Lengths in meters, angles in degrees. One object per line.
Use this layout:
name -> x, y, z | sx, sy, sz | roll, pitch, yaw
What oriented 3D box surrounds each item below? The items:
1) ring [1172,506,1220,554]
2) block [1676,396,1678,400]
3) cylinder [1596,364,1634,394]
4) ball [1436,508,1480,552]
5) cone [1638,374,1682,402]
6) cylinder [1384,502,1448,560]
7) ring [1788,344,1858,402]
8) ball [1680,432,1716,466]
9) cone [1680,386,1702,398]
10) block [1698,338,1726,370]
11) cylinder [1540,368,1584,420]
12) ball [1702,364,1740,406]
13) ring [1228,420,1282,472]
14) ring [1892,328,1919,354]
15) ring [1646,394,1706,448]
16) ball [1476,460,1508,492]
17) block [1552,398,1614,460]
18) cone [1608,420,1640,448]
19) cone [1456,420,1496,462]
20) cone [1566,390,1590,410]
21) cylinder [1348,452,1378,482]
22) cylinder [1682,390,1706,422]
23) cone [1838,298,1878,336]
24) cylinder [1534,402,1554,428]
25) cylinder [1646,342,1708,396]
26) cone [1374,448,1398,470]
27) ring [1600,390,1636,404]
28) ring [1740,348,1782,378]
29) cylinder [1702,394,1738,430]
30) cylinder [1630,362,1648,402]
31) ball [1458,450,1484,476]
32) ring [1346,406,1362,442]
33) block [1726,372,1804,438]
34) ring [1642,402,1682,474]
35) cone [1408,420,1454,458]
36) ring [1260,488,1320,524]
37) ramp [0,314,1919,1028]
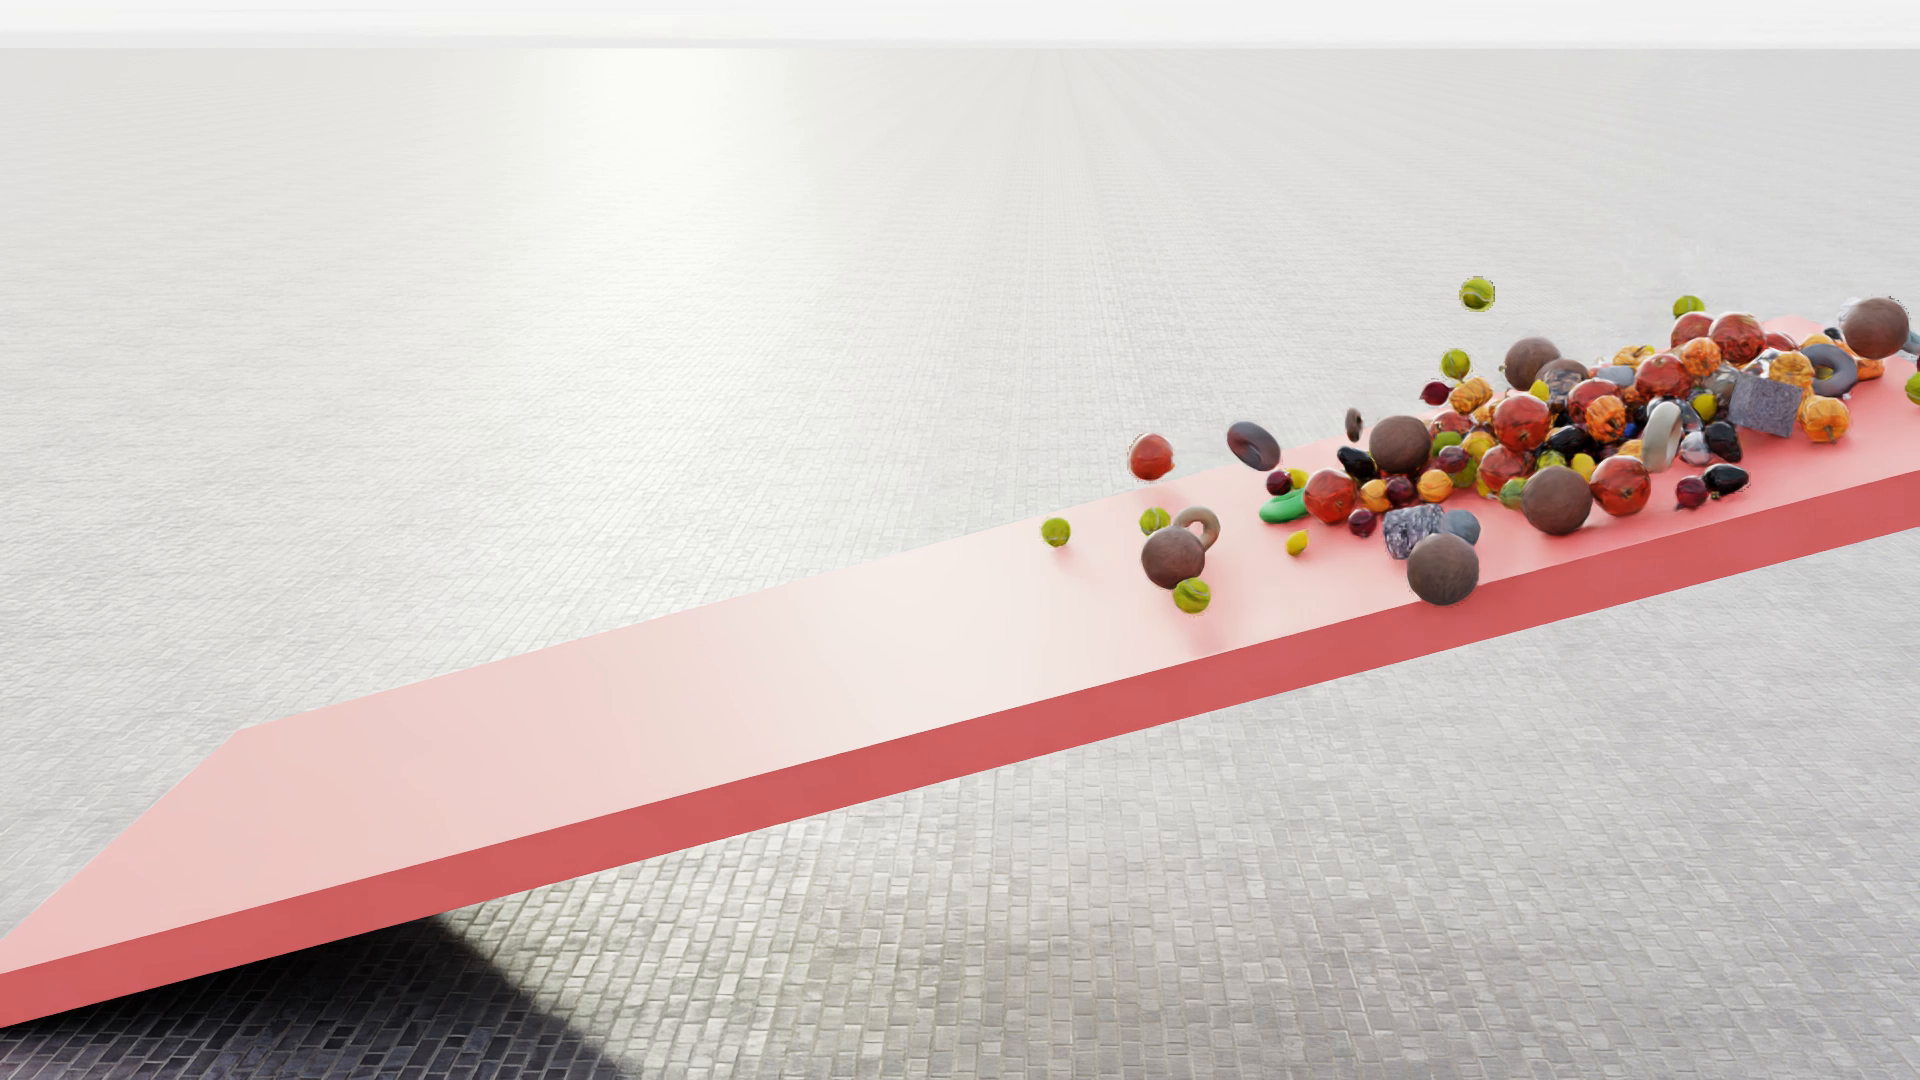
ring -> 0.499, -0.023, 6.224 | 0.107, 0.107, 0.036 | -2, 18, -13
block -> 1.561, -0.328, 6.291 | 0.056, 0.056, 0.056 | 5, 24, -4
cylinder -> 1.359, -0.333, 6.103 | 0.057, 0.057, 0.057 | -9, 14, -35
ball -> 0.944, -0.019, 5.572 | 0.082, 0.082, 0.082 | 0, 10, 0
cone -> 1.472, -0.346, 6.196 | 0.089, 0.089, 0.089 | -6, 21, 2
cylinder -> 0.874, -0.016, 5.629 | 0.096, 0.096, 0.096 | -11, 4, 29
ring -> 1.767, -0.343, 6.028 | 0.139, 0.139, 0.046 | 3, -33, 15
ball -> 1.439, -0.178, 5.732 | 0.068, 0.068, 0.068 | 0, 10, 0
cone -> 1.562, -0.280, 6.222 | 0.077, 0.077, 0.077 | 1, 37, 6
block -> 1.634, -0.397, 6.443 | 0.053, 0.053, 0.053 | -44, 3, 43
cylinder -> 1.274, -0.306, 6.222 | 0.084, 0.084, 0.084 | 9, -23, 4
ball -> 1.546, -0.313, 5.953 | 0.086, 0.086, 0.086 | 0, 10, 0
ring -> 0.665, -0.212, 6.649 | 0.141, 0.141, 0.047 | 12, 53, 50
ring -> 2.028, -0.424, 6.288 | 0.079, 0.026, 0.079 | 16, 33, -11
ring -> 1.432, -0.237, 5.884 | 0.132, 0.044, 0.132 | 16, 45, -17
ball -> 1.092, -0.132, 6.039 | 0.066, 0.066, 0.066 | 0, 10, 0
block -> 1.296, -0.229, 6.116 | 0.085, 0.085, 0.085 | -19, -16, -6
cone -> 1.353, -0.230, 6.043 | 0.060, 0.060, 0.060 | 38, 25, 20
cone -> 1.125, -0.227, 6.315 | 0.086, 0.086, 0.086 | 40, 4, -3
cone -> 1.303, -0.285, 6.141 | 0.054, 0.054, 0.054 | -4, 6, -20
cylinder -> 0.900, -0.162, 6.573 | 0.052, 0.052, 0.052 | 7, 33, 33
cylinder -> 1.534, -0.278, 6.105 | 0.054, 0.054, 0.054 | -1, 22, -5
cone -> 2.037, -0.498, 6.613 | 0.087, 0.087, 0.087 | -3, 11, -17
cylinder -> 1.321, -0.285, 6.578 | 0.060, 0.060, 0.060 | -15, 9, 5
cylinder -> 1.493, -0.351, 6.114 | 0.095, 0.095, 0.095 | -23, 11, 1
cone -> 0.963, -0.174, 6.626 | 0.054, 0.054, 0.054 | 19, 18, 25
ring -> 1.509, -0.340, 6.650 | 0.122, 0.041, 0.122 | -14, 9, 2
ring -> 1.641, -0.343, 6.077 | 0.137, 0.046, 0.137 | -40, -6, -5
cylinder -> 1.566, -0.271, 6.040 | 0.070, 0.070, 0.070 | -11, 15, 3
cylinder -> 1.495, -0.344, 6.370 | 0.070, 0.070, 0.070 | -2, -23, -11
ball -> 1.088, -0.164, 6.265 | 0.055, 0.055, 0.055 | 0, 10, 0
ring -> 0.875, -0.256, 6.532 | 0.027, 0.080, 0.080 | -3, 9, 19
block -> 1.586, -0.267, 5.799 | 0.100, 0.100, 0.100 | 14, 8, -6
ring -> 1.293, -0.188, 5.417 | 0.045, 0.136, 0.136 | 15, 15, 25
cone -> 1.071, -0.210, 6.580 | 0.095, 0.095, 0.095 | -9, 27, -40
ring -> 0.716, -0.073, 6.373 | 0.140, 0.047, 0.140 | -19, 8, 3
ramp -> 0.083, 0.190, 6.327 | 4.000, 0.100, 2.000 | -15, 9, 4
